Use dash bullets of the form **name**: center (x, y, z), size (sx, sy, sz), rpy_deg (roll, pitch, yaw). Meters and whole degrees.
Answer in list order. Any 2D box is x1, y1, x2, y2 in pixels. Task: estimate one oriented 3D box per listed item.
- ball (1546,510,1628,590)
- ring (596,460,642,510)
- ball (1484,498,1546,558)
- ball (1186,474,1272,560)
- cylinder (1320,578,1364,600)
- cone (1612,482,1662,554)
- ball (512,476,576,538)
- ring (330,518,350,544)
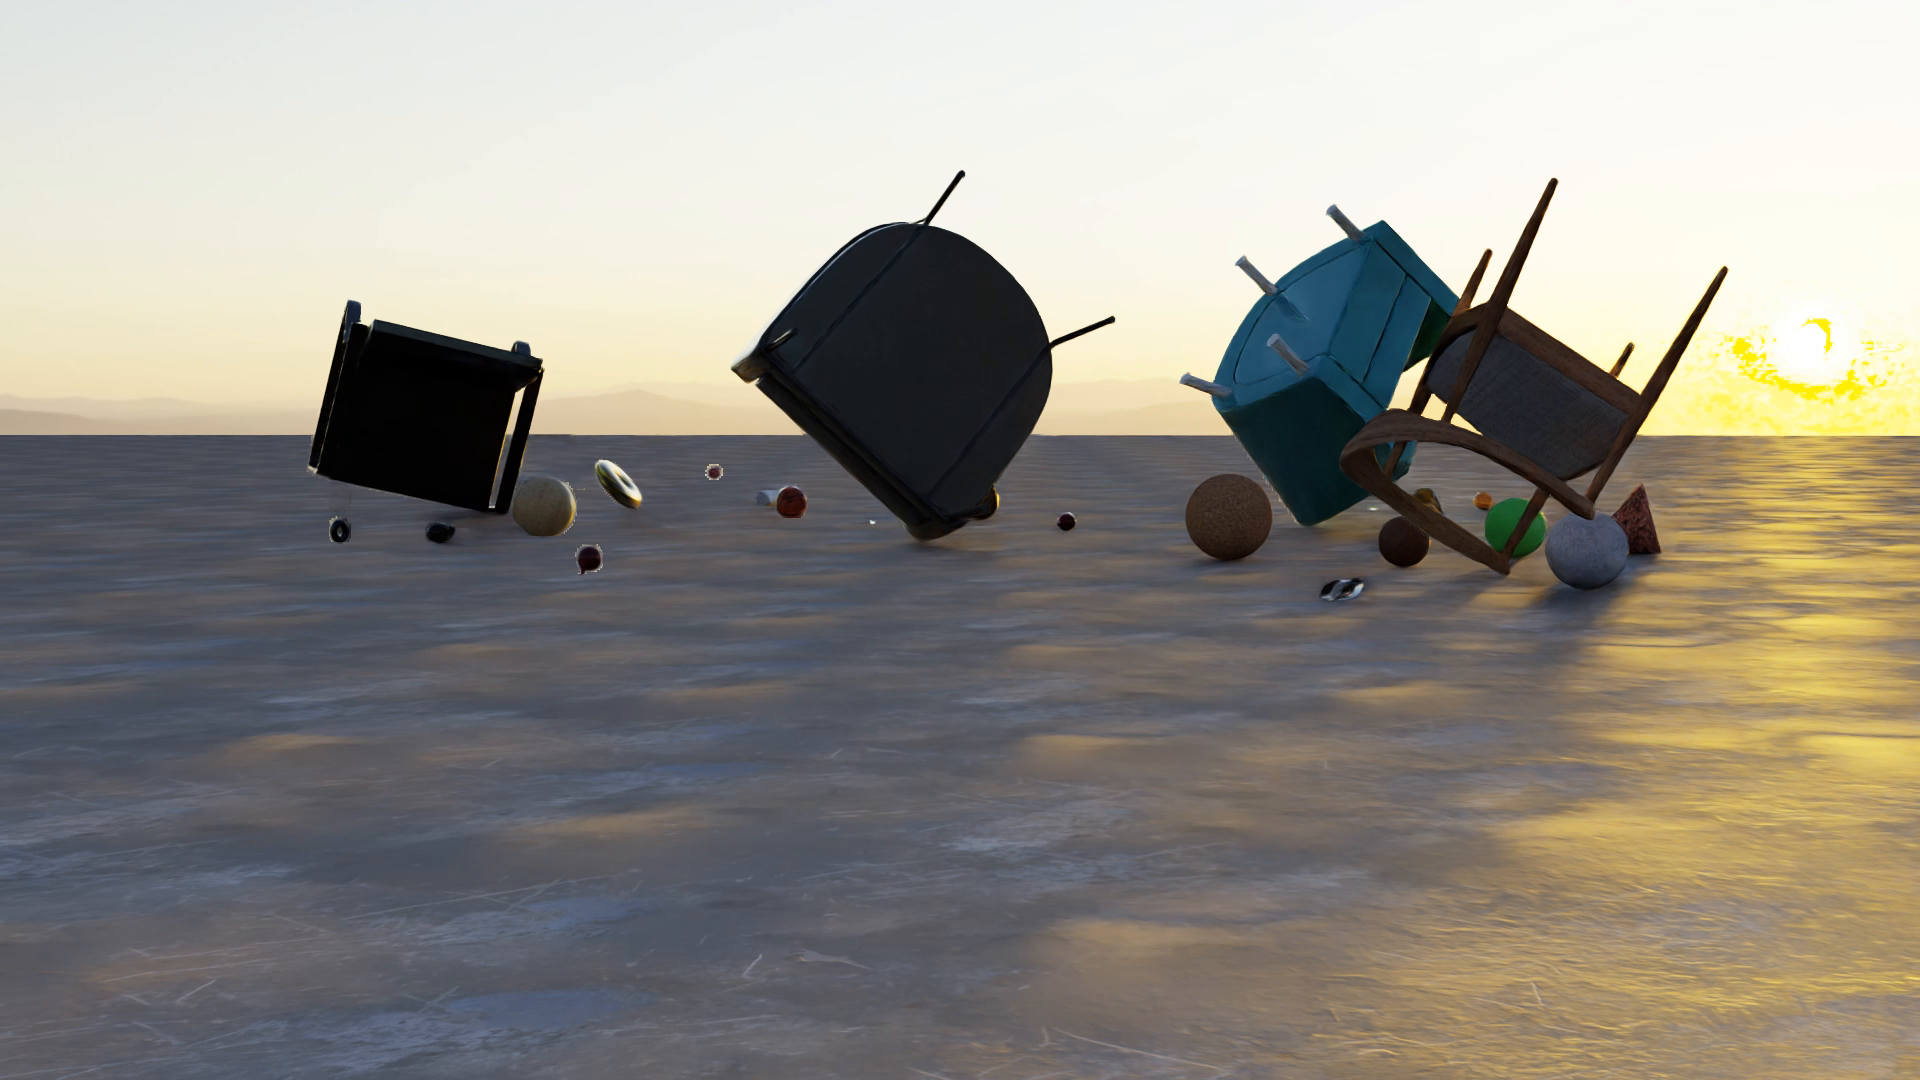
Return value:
- **ball**: center (1.406, 0.021, 4.932), size (0.179, 0.179, 0.179), rpy_deg (0, 4, 0)
- **ring**: center (-1.096, -0.177, 7.066), size (0.053, 0.193, 0.412), rpy_deg (-40, 3, 0)
- **ball**: center (1.478, -0.032, 5.853), size (0.160, 0.160, 0.160), rpy_deg (0, 4, 0)
- **ball**: center (0.706, -0.061, 5.774), size (0.228, 0.228, 0.228), rpy_deg (0, 4, 0)
- **cylinder**: center (0.810, 0.106, 4.668), size (0.064, 0.035, 0.071), rpy_deg (-3, -24, -38)
- **cone**: center (1.842, -0.011, 5.980), size (0.164, 0.255, 0.211), rpy_deg (40, -4, 14)
- **ball**: center (-1.259, -0.101, 6.650), size (0.188, 0.188, 0.188), rpy_deg (0, 4, 0)
- **ring**: center (-1.804, -0.026, 6.395), size (0.055, 0.074, 0.029), rpy_deg (-16, 21, -42)
